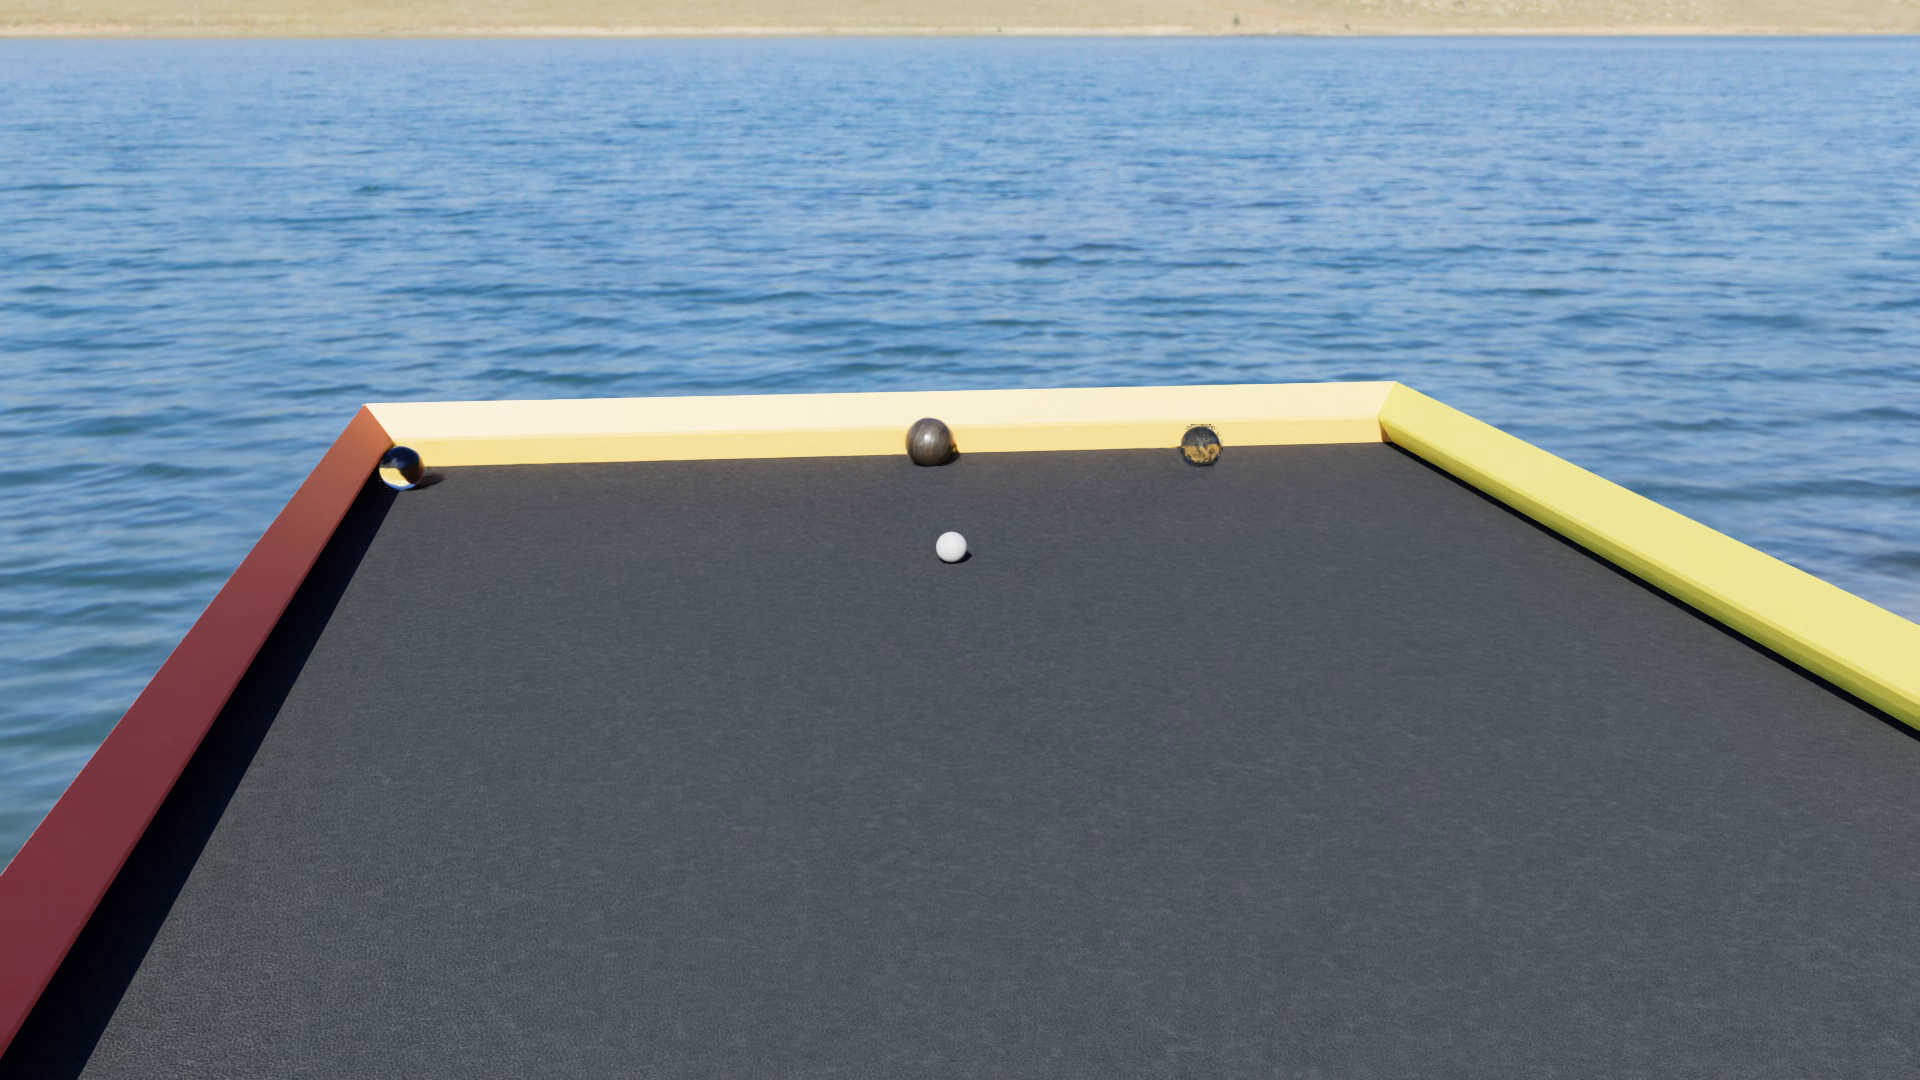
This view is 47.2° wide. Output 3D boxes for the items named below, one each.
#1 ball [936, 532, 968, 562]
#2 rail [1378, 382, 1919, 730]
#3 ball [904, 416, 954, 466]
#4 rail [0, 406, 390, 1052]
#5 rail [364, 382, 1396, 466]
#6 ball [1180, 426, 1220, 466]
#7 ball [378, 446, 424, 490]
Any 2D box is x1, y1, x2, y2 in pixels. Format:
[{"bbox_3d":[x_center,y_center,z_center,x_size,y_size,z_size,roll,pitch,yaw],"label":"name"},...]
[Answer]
[{"bbox_3d":[-0.011,0.010,2.917,0.041,0.041,0.041,0,13,0],"label":"ball"},{"bbox_3d":[0.937,0.127,2.265,0.045,0.103,3.128,-2,13,-8],"label":"rail"},{"bbox_3d":[-0.050,-0.160,3.570,0.079,0.079,0.079,0,13,0],"label":"ball"},{"bbox_3d":[-0.724,0.179,2.042,0.045,0.103,3.128,-2,13,-8],"label":"rail"},{"bbox_3d":[-0.103,-0.189,3.641,1.724,0.103,0.045,-2,13,-8],"label":"rail"},{"bbox_3d":[0.391,-0.153,3.572,0.065,0.065,0.065,0,13,0],"label":"ball"},{"bbox_3d":[-0.859,-0.111,3.381,0.068,0.068,0.068,0,13,0],"label":"ball"}]
